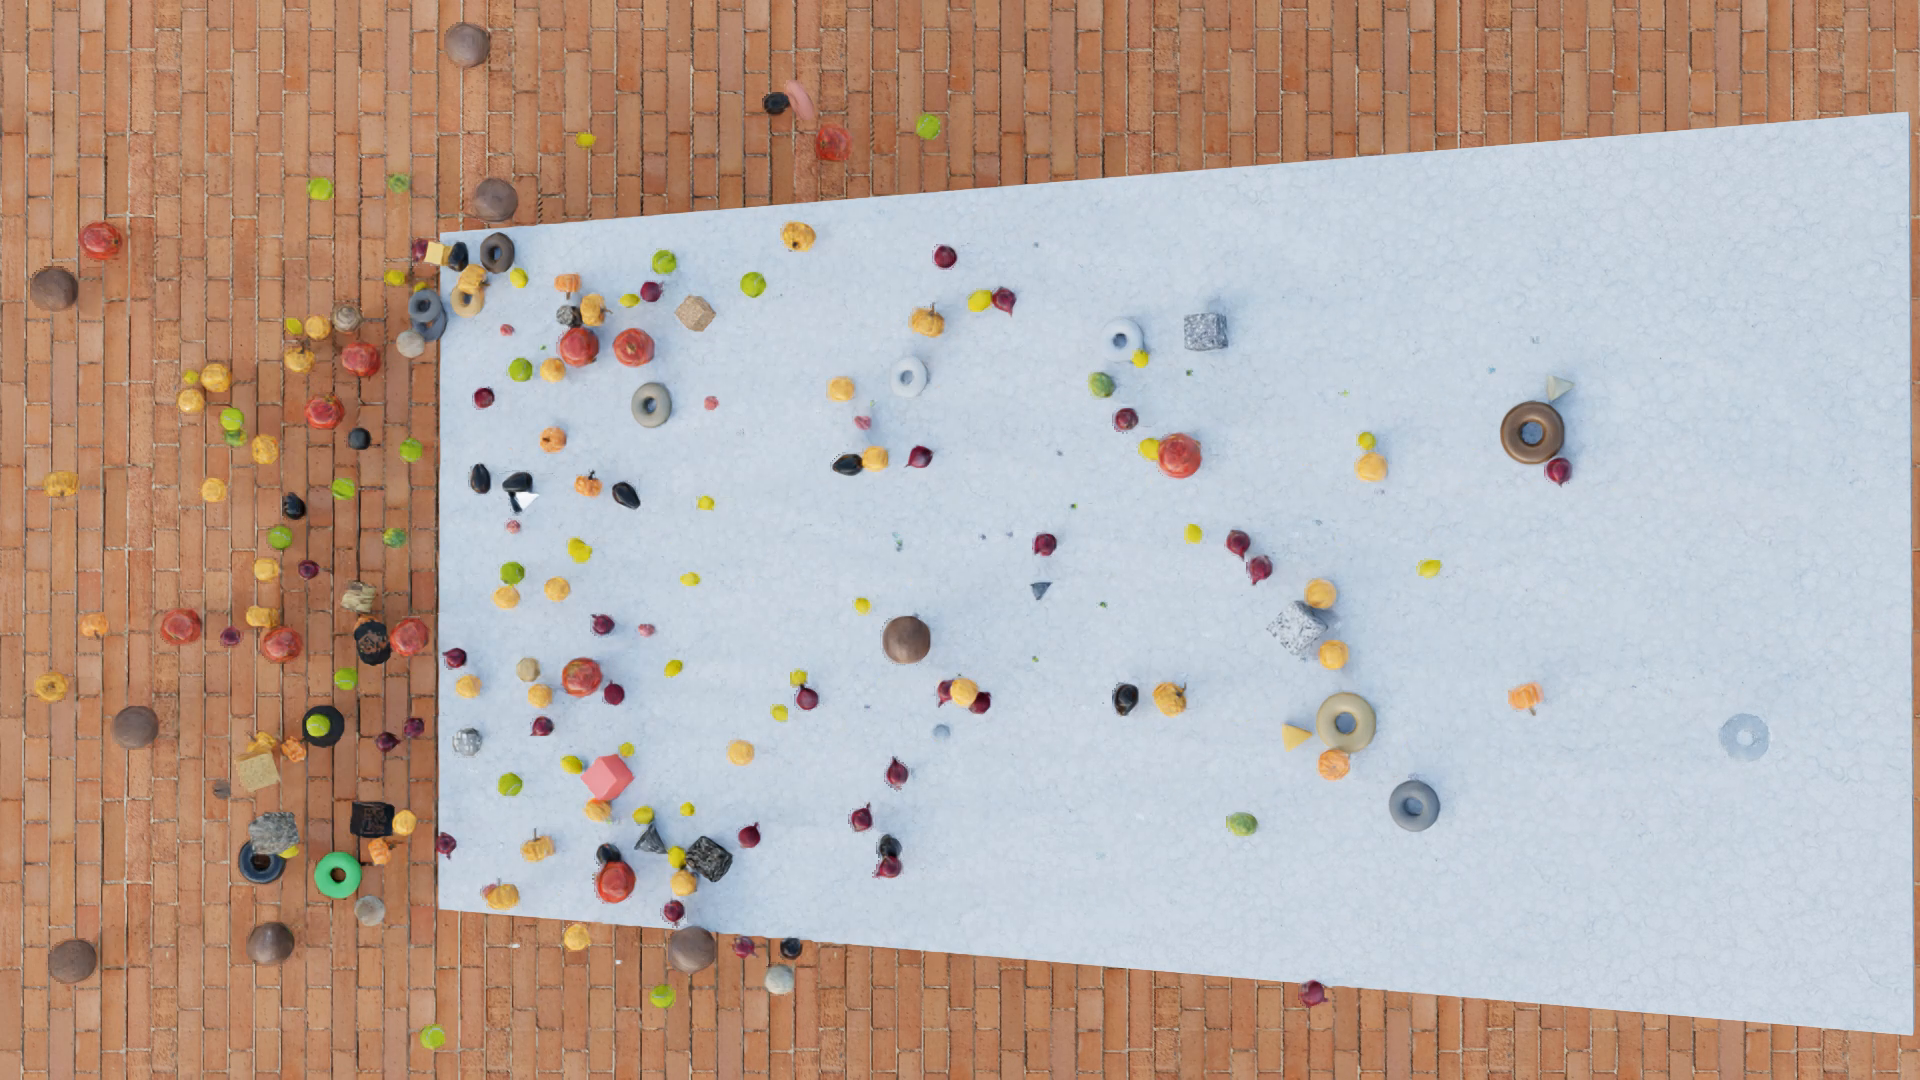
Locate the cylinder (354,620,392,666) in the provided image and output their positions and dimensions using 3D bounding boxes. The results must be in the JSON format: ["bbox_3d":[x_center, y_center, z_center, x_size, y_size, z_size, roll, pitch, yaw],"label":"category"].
[{"bbox_3d":[-1.733,0.304,6.494,0.093,0.093,0.093,2,49,-2],"label":"cylinder"}]

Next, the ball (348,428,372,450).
[{"bbox_3d":[-1.793,-0.301,6.566,0.070,0.070,0.070,0,89,0],"label":"ball"}]

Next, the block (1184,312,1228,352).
[{"bbox_3d":[0.606,-0.514,5.426,0.082,0.082,0.082,-4,88,26],"label":"block"}]

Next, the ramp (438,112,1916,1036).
[{"bbox_3d":[0.281,0.081,5.679,4.000,0.100,2.000,0,89,26],"label":"ramp"}]

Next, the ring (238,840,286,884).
[{"bbox_3d":[-2.083,0.957,6.563,0.143,0.048,0.143,0,90,1],"label":"ring"}]

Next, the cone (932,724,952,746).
[{"bbox_3d":[-0.059,0.512,5.753,0.054,0.054,0.054,0,89,26],"label":"cone"}]

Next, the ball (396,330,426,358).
[{"bbox_3d":[-1.615,-0.578,6.465,0.083,0.083,0.083,0,89,0],"label":"ball"}]

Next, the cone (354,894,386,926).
[{"bbox_3d":[-1.759,1.106,6.497,0.095,0.095,0.095,0,95,4],"label":"cone"}]

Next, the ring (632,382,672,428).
[{"bbox_3d":[-0.865,-0.378,6.160,0.130,0.043,0.130,-1,89,27],"label":"ring"}]

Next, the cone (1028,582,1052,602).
[{"bbox_3d":[0.212,0.121,5.643,0.054,0.054,0.054,-29,89,-5],"label":"cone"}]

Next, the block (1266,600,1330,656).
[{"bbox_3d":[0.815,0.213,5.311,0.093,0.093,0.093,47,108,19],"label":"block"}]

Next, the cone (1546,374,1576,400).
[{"bbox_3d":[1.393,-0.356,5.073,0.064,0.064,0.064,-8,89,-1],"label":"cone"}]

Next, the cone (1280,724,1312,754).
[{"bbox_3d":[0.825,0.475,5.337,0.073,0.073,0.073,-13,89,-11],"label":"cone"}]

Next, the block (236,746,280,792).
[{"bbox_3d":[-2.058,0.671,6.452,0.095,0.095,0.095,-19,102,-17],"label":"block"}]

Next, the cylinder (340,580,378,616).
[{"bbox_3d":[-1.784,0.170,6.525,0.087,0.087,0.087,17,87,0],"label":"cylinder"}]

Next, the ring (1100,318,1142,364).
[{"bbox_3d":[0.406,-0.503,5.548,0.116,0.039,0.116,0,90,25],"label":"ring"}]

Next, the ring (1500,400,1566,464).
[{"bbox_3d":[1.326,-0.248,5.093,0.149,0.050,0.149,0,90,25],"label":"ring"}]

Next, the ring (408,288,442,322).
[{"bbox_3d":[-1.575,-0.690,6.470,0.104,0.035,0.104,-4,73,13],"label":"ring"}]

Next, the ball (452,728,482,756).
[{"bbox_3d":[-1.435,0.588,6.402,0.086,0.086,0.086,0,89,0],"label":"ball"}]

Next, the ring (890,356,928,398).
[{"bbox_3d":[-0.136,-0.430,5.811,0.112,0.037,0.112,-1,88,27],"label":"ring"}]

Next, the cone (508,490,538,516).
[{"bbox_3d":[-1.252,-0.119,6.348,0.078,0.078,0.078,-15,89,-1],"label":"cone"}]

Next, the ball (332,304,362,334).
[{"bbox_3d":[-1.828,-0.659,6.561,0.087,0.087,0.087,0,89,0],"label":"ball"}]

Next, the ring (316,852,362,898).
[{"bbox_3d":[-1.855,1.000,6.563,0.140,0.047,0.140,0,89,1],"label":"ring"}]

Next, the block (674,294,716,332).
[{"bbox_3d":[-0.731,-0.627,6.084,0.069,0.069,0.069,-48,71,18],"label":"block"}]

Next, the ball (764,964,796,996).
[{"bbox_3d":[-0.496,1.208,6.052,0.086,0.086,0.086,0,89,0],"label":"ball"}]

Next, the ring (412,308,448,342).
[{"bbox_3d":[-1.570,-0.647,6.507,0.120,0.040,0.120,-1,88,25],"label":"ring"}]

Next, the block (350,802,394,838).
[{"bbox_3d":[-1.743,0.829,6.524,0.091,0.091,0.091,5,89,-39],"label":"block"}]

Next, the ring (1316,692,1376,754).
[{"bbox_3d":[0.927,0.439,5.279,0.148,0.049,0.148,0,91,25],"label":"ring"}]

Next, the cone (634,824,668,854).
[{"bbox_3d":[-0.849,0.853,6.141,0.088,0.088,0.088,39,89,-6],"label":"cone"}]

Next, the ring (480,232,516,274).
[{"bbox_3d":[-1.346,-0.835,6.401,0.119,0.040,0.119,0,89,26],"label":"ring"}]

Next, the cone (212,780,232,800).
[{"bbox_3d":[-2.212,0.748,6.561,0.057,0.057,0.057,0,89,0],"label":"cone"}]

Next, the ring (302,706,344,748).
[{"bbox_3d":[-1.902,0.556,6.568,0.125,0.042,0.125,1,85,-7],"label":"ring"}]

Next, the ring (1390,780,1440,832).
[{"bbox_3d":[1.076,0.630,5.209,0.123,0.041,0.123,0,91,27],"label":"ring"}]

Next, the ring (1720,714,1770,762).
[{"bbox_3d":[1.745,0.440,4.890,0.109,0.036,0.109,0,90,25],"label":"ring"}]

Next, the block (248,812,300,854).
[{"bbox_3d":[-2.014,0.861,6.453,0.093,0.093,0.093,-31,69,28],"label":"block"}]

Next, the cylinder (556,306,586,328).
[{"bbox_3d":[-1.110,-0.638,6.273,0.059,0.059,0.059,0,89,26],"label":"cylinder"}]

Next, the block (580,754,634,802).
[{"bbox_3d":[-0.991,0.668,6.185,0.088,0.088,0.088,-47,71,18],"label":"block"}]

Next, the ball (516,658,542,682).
[{"bbox_3d":[-1.240,0.372,6.318,0.072,0.072,0.072,0,89,0],"label":"ball"}]

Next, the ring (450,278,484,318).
[{"bbox_3d":[-1.443,-0.709,6.447,0.114,0.038,0.114,-1,89,24],"label":"ring"}]

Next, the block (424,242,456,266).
[{"bbox_3d":[-1.530,-0.841,6.480,0.058,0.058,0.058,16,96,25],"label":"block"}]
